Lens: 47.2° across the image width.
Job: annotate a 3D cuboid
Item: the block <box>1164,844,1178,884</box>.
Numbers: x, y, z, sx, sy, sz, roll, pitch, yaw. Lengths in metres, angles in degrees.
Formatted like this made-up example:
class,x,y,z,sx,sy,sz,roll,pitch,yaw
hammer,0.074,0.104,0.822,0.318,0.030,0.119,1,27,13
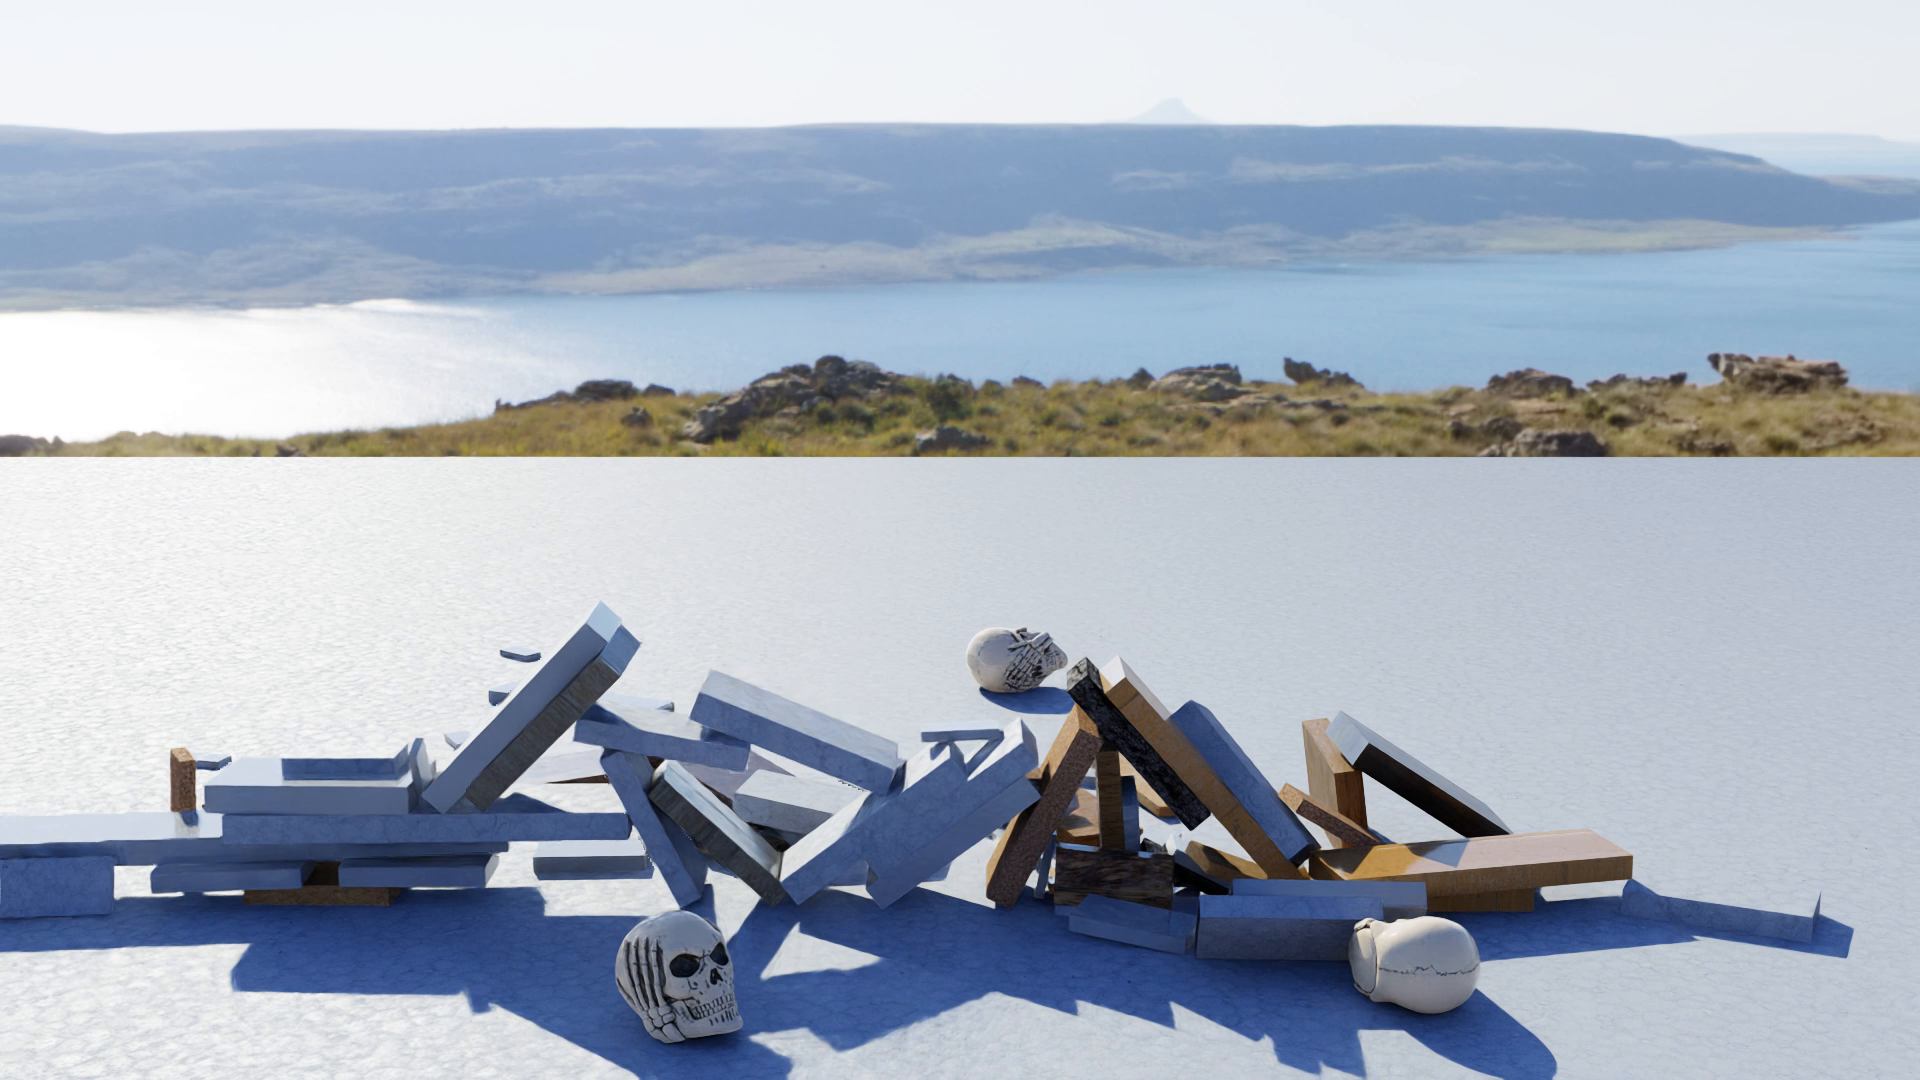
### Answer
class,x,y,z,sx,sy,sz,roll,pitch,yaw
block,0.355,0.550,3.730,0.063,0.018,0.125,49,26,11

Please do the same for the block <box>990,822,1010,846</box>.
class,x,y,z,sx,sy,sz,roll,pitch,yaw
block,0.084,0.521,3.992,0.065,0.018,0.370,-2,11,-10

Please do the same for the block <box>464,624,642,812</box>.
class,x,y,z,sx,sy,sz,roll,pitch,yaw
block,-0.666,0.290,3.595,0.047,0.334,0.167,44,14,-9

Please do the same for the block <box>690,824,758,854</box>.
class,x,y,z,sx,sy,sz,roll,pitch,yaw
block,-0.463,0.525,3.903,0.190,0.027,0.095,1,9,33

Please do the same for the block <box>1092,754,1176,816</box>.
class,x,y,z,sx,sy,sz,roll,pitch,yaw
block,0.328,0.459,4.248,0.067,0.019,0.380,0,13,-22

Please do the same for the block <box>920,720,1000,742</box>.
class,x,y,z,sx,sy,sz,roll,pitch,yaw
block,0.000,0.320,3.683,0.131,0.018,0.065,-2,8,-1

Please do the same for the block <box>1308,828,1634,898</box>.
class,x,y,z,sx,sy,sz,roll,pitch,yaw
block,0.836,0.533,3.602,0.507,0.041,0.145,-3,11,-14

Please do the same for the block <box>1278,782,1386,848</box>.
class,x,y,z,sx,sy,sz,roll,pitch,yaw
block,0.630,0.475,3.687,0.190,0.027,0.095,30,4,-13

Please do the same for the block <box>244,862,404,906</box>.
class,x,y,z,sx,sy,sz,roll,pitch,yaw
block,-1.056,0.572,3.670,0.239,0.034,0.120,0,11,2

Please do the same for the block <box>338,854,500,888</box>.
class,x,y,z,sx,sy,sz,roll,pitch,yaw
block,-0.898,0.541,3.657,0.239,0.034,0.120,0,11,-1

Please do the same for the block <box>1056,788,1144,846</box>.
class,x,y,z,sx,sy,sz,roll,pitch,yaw
block,0.216,0.511,3.994,0.131,0.037,0.263,-4,11,-21

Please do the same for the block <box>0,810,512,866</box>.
class,x,y,z,sx,sy,sz,roll,pitch,yaw
block,-1.368,0.499,3.675,1.226,0.044,0.156,-1,10,-5

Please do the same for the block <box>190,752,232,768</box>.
class,x,y,z,sx,sy,sz,roll,pitch,yaw
block,-1.522,0.443,4.425,0.097,0.014,0.049,3,11,14

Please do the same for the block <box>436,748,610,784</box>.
class,x,y,z,sx,sy,sz,roll,pitch,yaw
block,-0.795,0.464,4.217,0.407,0.048,0.170,-6,12,-29

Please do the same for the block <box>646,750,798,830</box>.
class,x,y,z,sx,sy,sz,roll,pitch,yaw
block,-0.436,0.451,4.149,0.170,0.048,0.340,-9,22,-41

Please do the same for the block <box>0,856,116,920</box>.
class,x,y,z,sx,sy,sz,roll,pitch,yaw
block,-1.468,0.562,3.556,0.186,0.093,0.026,-1,-14,-6

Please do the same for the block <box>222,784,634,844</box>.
class,x,y,z,sx,sy,sz,roll,pitch,yaw
block,-0.869,0.453,3.647,0.653,0.047,0.167,0,10,-2

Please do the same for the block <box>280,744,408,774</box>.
class,x,y,z,sx,sy,sz,roll,pitch,yaw
block,-1.025,0.364,3.668,0.186,0.026,0.093,0,10,1

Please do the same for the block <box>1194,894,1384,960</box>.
class,x,y,z,sx,sy,sz,roll,pitch,yaw
block,0.497,0.589,3.337,0.272,0.131,0.037,0,52,2

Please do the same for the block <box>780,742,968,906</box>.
class,x,y,z,sx,sy,sz,roll,pitch,yaw
block,-0.143,0.460,3.646,0.346,0.049,0.173,-37,8,3

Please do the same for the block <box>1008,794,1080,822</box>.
class,x,y,z,sx,sy,sz,roll,pitch,yaw
block,0.116,0.484,3.995,0.182,0.026,0.091,1,19,40

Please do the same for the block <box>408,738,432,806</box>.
class,x,y,z,sx,sy,sz,roll,pitch,yaw
block,-0.882,0.379,3.599,0.014,0.101,0.050,0,32,3

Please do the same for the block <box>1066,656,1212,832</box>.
class,x,y,z,sx,sy,sz,roll,pitch,yaw
block,0.293,0.334,3.634,0.043,0.307,0.153,-41,5,7

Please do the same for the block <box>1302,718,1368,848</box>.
class,x,y,z,sx,sy,sz,roll,pitch,yaw
block,0.674,0.449,3.951,0.048,0.170,0.340,-8,11,1

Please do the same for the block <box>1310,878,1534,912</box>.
class,x,y,z,sx,sy,sz,roll,pitch,yaw
block,0.765,0.566,3.665,0.340,0.048,0.170,0,11,0

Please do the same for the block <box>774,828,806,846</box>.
class,x,y,z,sx,sy,sz,roll,pitch,yaw
block,-0.267,0.522,3.921,0.095,0.027,0.190,6,8,-23

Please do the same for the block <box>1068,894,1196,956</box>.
class,x,y,z,sx,sy,sz,roll,pitch,yaw
block,0.277,0.605,3.467,0.190,0.027,0.095,9,15,21

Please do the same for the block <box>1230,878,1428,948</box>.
class,x,y,z,sx,sy,sz,roll,pitch,yaw
block,0.562,0.575,3.386,0.290,0.145,0.041,1,55,3

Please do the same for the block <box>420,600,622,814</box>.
class,x,y,z,sx,sy,sz,roll,pitch,yaw
block,-0.718,0.273,3.615,0.049,0.395,0.173,43,7,-8

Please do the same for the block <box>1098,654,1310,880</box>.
class,x,y,z,sx,sy,sz,roll,pitch,yaw
block,0.408,0.397,3.644,0.043,0.481,0.153,-41,8,7

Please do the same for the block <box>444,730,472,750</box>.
class,x,y,z,sx,sy,sz,roll,pitch,yaw
block,-1.033,0.417,4.565,0.049,0.014,0.097,-6,12,-28

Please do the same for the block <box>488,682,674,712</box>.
class,x,y,z,sx,sy,sz,roll,pitch,yaw
block,-0.838,0.356,4.857,0.427,0.026,0.091,5,12,24
